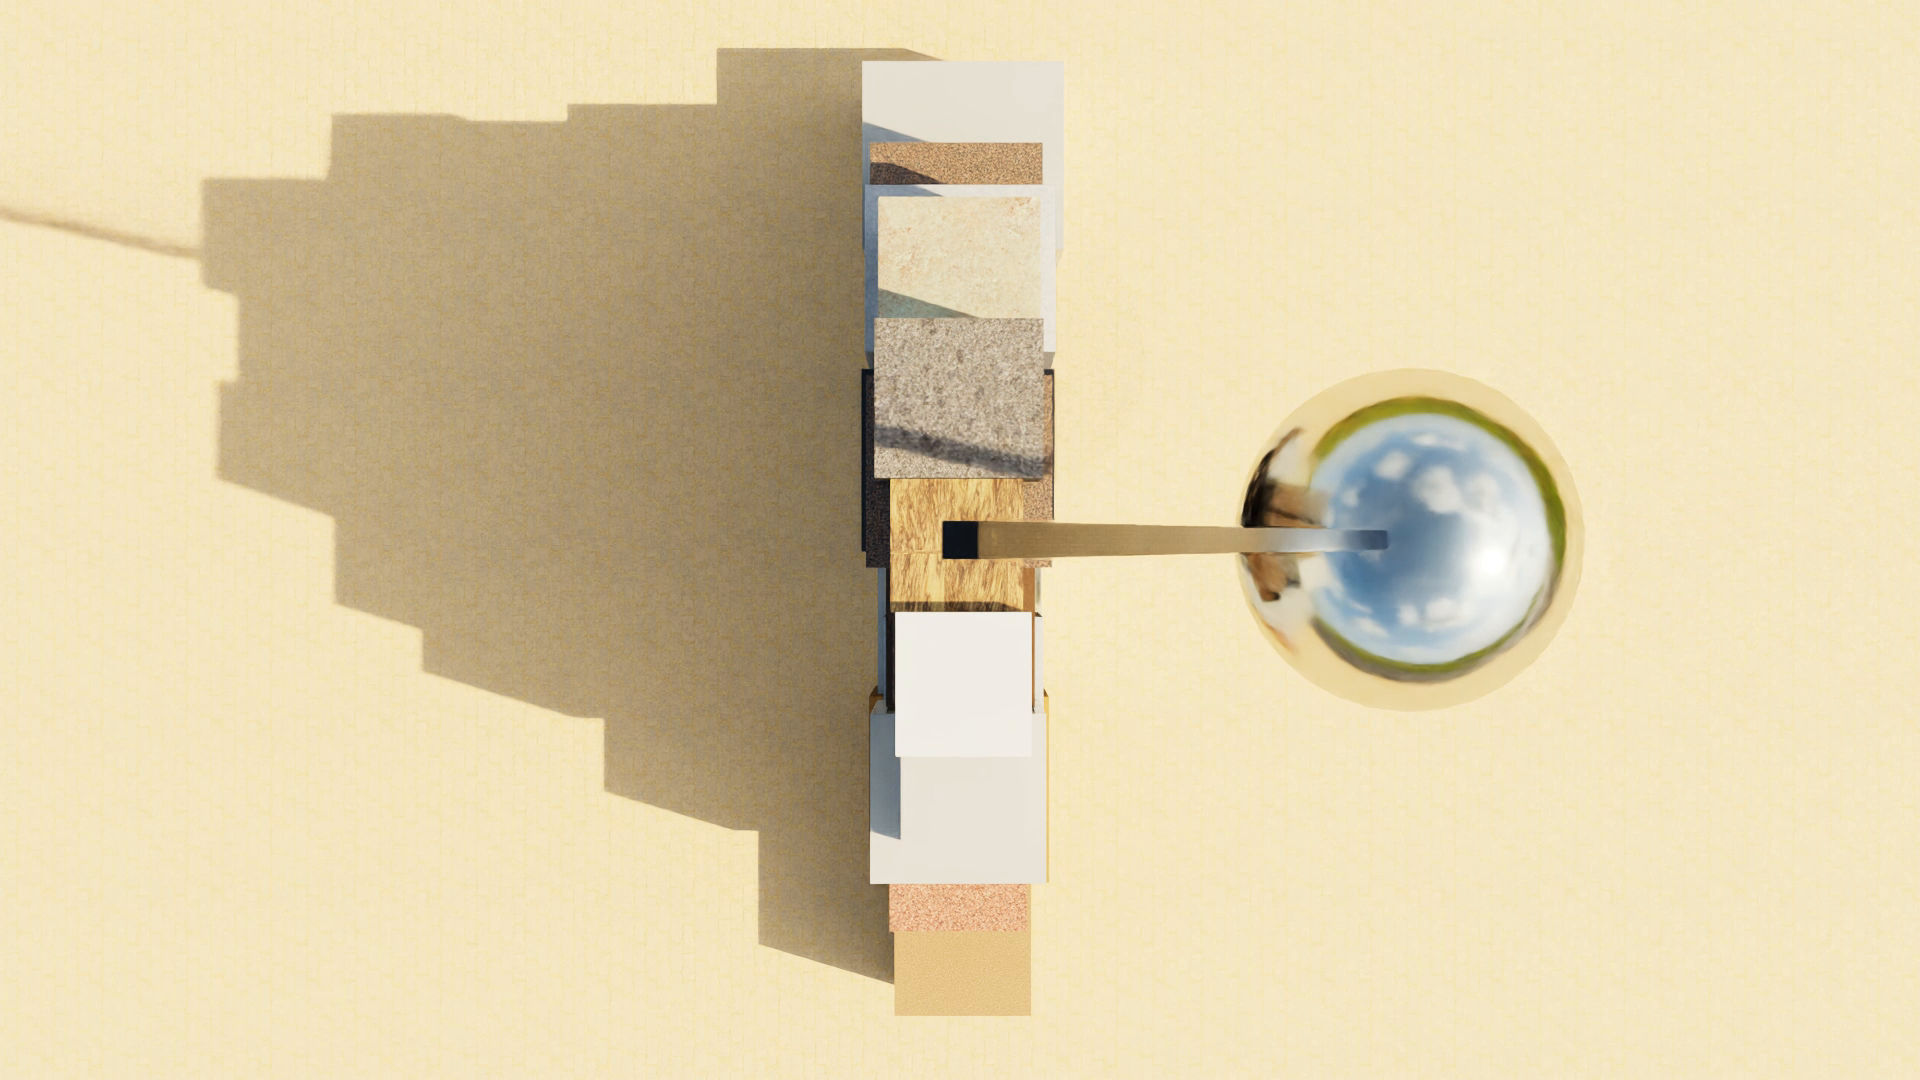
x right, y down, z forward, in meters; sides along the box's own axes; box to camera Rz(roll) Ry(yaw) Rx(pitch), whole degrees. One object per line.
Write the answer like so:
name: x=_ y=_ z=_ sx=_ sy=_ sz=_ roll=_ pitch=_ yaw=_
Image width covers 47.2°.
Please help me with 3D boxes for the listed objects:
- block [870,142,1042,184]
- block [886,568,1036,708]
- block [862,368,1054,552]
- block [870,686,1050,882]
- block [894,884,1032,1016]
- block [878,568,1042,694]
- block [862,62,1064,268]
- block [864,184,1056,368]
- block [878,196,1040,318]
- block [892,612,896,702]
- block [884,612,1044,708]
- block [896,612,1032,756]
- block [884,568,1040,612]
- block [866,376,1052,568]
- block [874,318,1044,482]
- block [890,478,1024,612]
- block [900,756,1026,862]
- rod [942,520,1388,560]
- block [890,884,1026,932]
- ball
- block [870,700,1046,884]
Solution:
block: x=-0.019 y=-1.591 z=11.619 sx=0.879 sy=0.880 sz=0.852 roll=0 pitch=89 yaw=0
block: x=0.003 y=0.435 z=10.892 sx=0.717 sy=0.627 sz=0.742 roll=0 pitch=90 yaw=0
block: x=-0.010 y=-0.375 z=10.735 sx=0.905 sy=0.816 sz=0.858 roll=0 pitch=90 yaw=0
block: x=-0.005 y=1.369 z=12.527 sx=0.987 sy=0.947 sz=1.017 roll=0 pitch=90 yaw=0
block: x=0.016 y=2.263 z=12.595 sx=0.758 sy=0.811 sz=0.751 roll=0 pitch=90 yaw=0
block: x=-0.002 y=0.476 z=12.582 sx=0.906 sy=0.836 sz=0.748 roll=0 pitch=90 yaw=0
block: x=0.017 y=-2.122 z=12.559 sx=1.110 sy=0.881 sz=1.034 roll=0 pitch=90 yaw=0
block: x=0.001 y=-1.253 z=10.759 sx=0.898 sy=0.781 sz=0.796 roll=0 pitch=86 yaw=0
block: x=-0.002 y=-1.152 z=10.028 sx=0.717 sy=0.654 sz=0.681 roll=0 pitch=85 yaw=0
block: x=-0.010 y=0.437 z=10.313 sx=0.595 sy=0.529 sz=0.615 roll=0 pitch=90 yaw=0
block: x=0.017 y=0.803 z=11.629 sx=0.816 sy=0.848 sz=0.819 roll=0 pitch=90 yaw=0
block: x=0.014 y=0.600 z=9.309 sx=0.554 sy=0.680 sz=0.587 roll=0 pitch=88 yaw=0
block: x=0.015 y=0.034 z=11.826 sx=0.814 sy=0.679 sz=0.688 roll=0 pitch=89 yaw=0
block: x=-0.004 y=-0.301 z=9.982 sx=0.816 sy=0.690 sz=0.843 roll=0 pitch=90 yaw=0
block: x=-0.003 y=-0.579 z=9.299 sx=0.690 sy=0.674 sz=0.650 roll=0 pitch=90 yaw=0
block: x=-0.013 y=0.023 z=9.375 sx=0.549 sy=0.524 sz=0.553 roll=0 pitch=90 yaw=0
block: x=0.013 y=1.084 z=9.974 sx=0.545 sy=0.661 sz=0.659 roll=0 pitch=90 yaw=0
rod: x=0.899 y=0.000 z=7.017 sx=0.080 sy=5.200 sz=0.080 roll=0 pitch=90 yaw=20
block: x=-0.009 y=1.616 z=11.675 sx=0.706 sy=0.755 sz=0.789 roll=0 pitch=90 yaw=0
ball: x=2.074 y=0.000 z=10.207 sx=1.600 sy=1.600 sz=1.600 roll=0 pitch=90 yaw=0
block: x=-0.008 y=1.213 z=10.755 sx=0.825 sy=0.901 sz=0.795 roll=0 pitch=90 yaw=0
